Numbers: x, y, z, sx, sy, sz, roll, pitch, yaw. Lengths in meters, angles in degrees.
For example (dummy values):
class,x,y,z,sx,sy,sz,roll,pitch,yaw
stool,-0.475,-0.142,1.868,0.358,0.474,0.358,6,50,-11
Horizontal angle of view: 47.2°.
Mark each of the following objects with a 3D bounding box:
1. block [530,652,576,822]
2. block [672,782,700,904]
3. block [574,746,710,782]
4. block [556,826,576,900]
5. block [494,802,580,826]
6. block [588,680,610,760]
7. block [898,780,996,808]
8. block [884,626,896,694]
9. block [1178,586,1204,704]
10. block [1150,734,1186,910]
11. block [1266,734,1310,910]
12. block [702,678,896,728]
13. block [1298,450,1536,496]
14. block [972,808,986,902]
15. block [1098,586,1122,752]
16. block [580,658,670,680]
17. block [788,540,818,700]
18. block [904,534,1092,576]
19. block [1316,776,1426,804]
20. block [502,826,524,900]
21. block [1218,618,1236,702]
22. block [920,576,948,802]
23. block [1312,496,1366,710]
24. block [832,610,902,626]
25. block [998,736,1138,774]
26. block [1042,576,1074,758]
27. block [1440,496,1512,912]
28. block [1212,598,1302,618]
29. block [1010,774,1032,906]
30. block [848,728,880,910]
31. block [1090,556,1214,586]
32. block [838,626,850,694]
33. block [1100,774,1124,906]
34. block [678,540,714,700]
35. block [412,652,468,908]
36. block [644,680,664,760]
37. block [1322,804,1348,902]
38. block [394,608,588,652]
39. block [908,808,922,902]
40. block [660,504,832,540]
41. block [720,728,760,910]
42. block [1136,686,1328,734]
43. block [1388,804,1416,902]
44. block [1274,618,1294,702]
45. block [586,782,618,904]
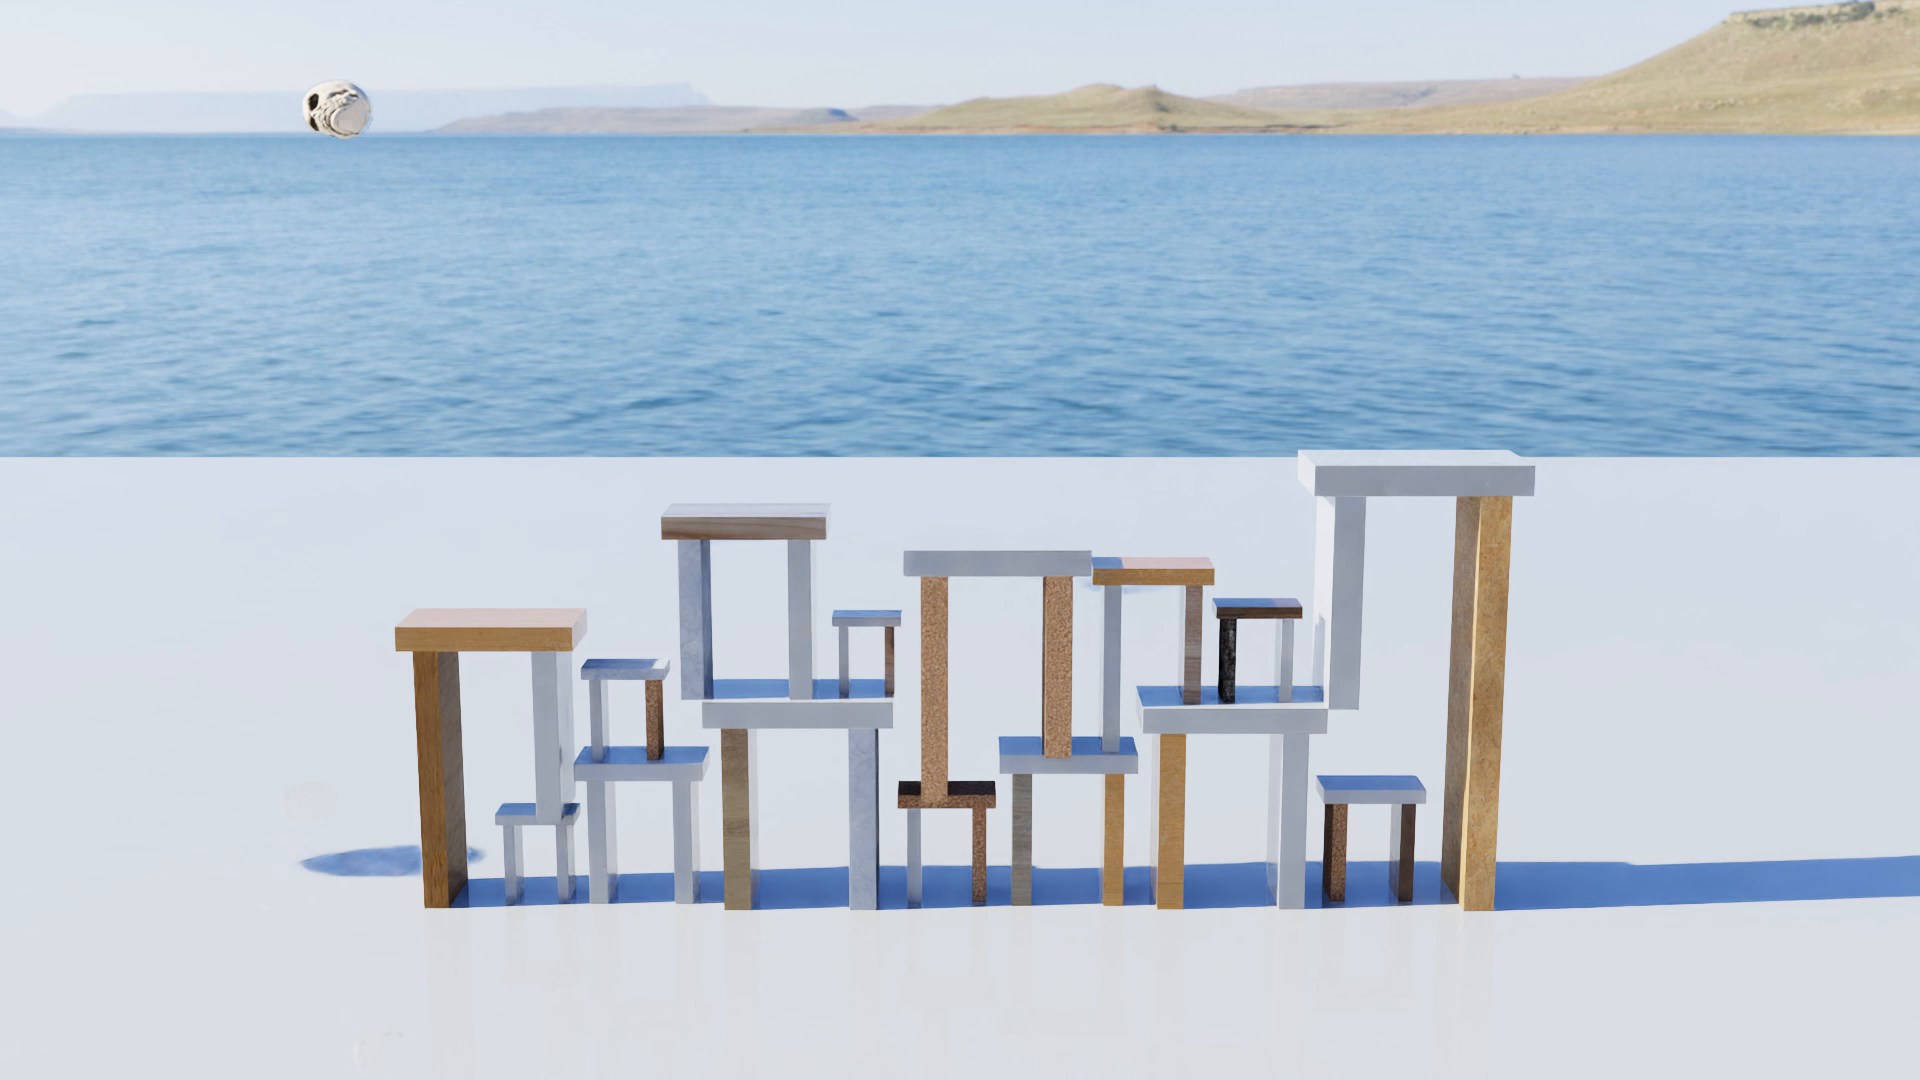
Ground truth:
class,x,y,z,sx,sy,sz,roll,pitch,yaw
block,-0.668,0.305,3.616,0.040,0.284,0.142,0,11,0
block,-0.454,0.487,3.652,0.030,0.210,0.105,0,11,0
block,-0.524,0.369,3.630,0.210,0.030,0.105,0,11,0
block,-0.655,0.527,3.655,0.018,0.130,0.065,0,11,0
block,-0.699,0.454,3.642,0.130,0.018,0.065,0,11,0
block,-0.592,0.288,3.614,0.019,0.136,0.068,0,11,0
block,-0.022,0.421,3.635,0.161,0.023,0.081,0,11,0
block,-0.114,0.190,3.598,0.016,0.112,0.056,0,11,0
block,0.376,0.160,3.592,0.028,0.195,0.098,0,11,0
block,0.343,0.444,3.640,0.042,0.297,0.149,0,11,0
block,0.541,0.444,3.640,0.042,0.297,0.148,0,11,0
block,-0.261,0.268,3.605,0.307,0.043,0.153,0,11,0
block,0.730,-0.109,3.542,0.347,0.049,0.173,0,11,0
block,0.032,0.511,3.655,0.023,0.161,0.081,0,11,0
block,0.246,0.200,3.600,0.028,0.278,0.098,0,11,0
block,-0.547,0.211,3.600,0.136,0.019,0.068,0,11,0
block,-0.256,0.117,3.582,0.037,0.262,0.131,0,11,0
block,0.059,0.024,3.560,0.299,0.042,0.149,0,11,0
block,0.680,0.413,3.641,0.167,0.024,0.084,0,11,0
block,-0.742,0.527,3.655,0.018,0.130,0.065,0,11,0
block,0.437,0.189,3.591,0.020,0.139,0.069,0,11,0
block,-0.041,0.227,3.596,0.042,0.372,0.149,0,11,0
block,0.615,0.086,3.578,0.049,0.346,0.173,0,11,0
block,-0.152,0.127,3.586,0.112,0.016,0.056,0,11,0
block,0.176,0.354,3.621,0.225,0.032,0.112,0,11,0
block,0.158,0.191,3.592,0.042,0.299,0.149,0,11,0
block,0.846,0.253,3.609,0.049,0.686,0.173,0,11,0
block,0.483,0.111,3.577,0.139,0.020,0.069,0,11,0
block,0.101,0.480,3.645,0.032,0.225,0.113,0,11,0
block,-0.158,0.440,3.637,0.043,0.307,0.153,0,11,0
block,0.311,0.050,3.572,0.195,0.028,0.098,0,11,0
block,-0.189,0.190,3.598,0.016,0.112,0.056,0,11,0
block,0.251,0.480,3.645,0.032,0.225,0.113,0,11,0
block,-0.431,0.117,3.582,0.037,0.262,0.131,0,11,0
block,-0.856,0.378,3.629,0.040,0.431,0.142,0,11,0
block,-0.502,0.288,3.614,0.019,0.136,0.068,0,11,0
block,0.624,0.507,3.658,0.024,0.167,0.084,0,11,0
block,-0.762,0.146,3.586,0.283,0.040,0.142,0,11,0
block,-0.075,0.511,3.654,0.023,0.161,0.081,0,11,0
block,-0.343,-0.030,3.555,0.262,0.037,0.131,0,11,0
block,-0.363,0.440,3.637,0.043,0.307,0.153,0,11,0
block,0.442,0.278,3.609,0.297,0.042,0.149,0,11,0
block,0.735,0.507,3.658,0.024,0.167,0.084,0,11,0
block,0.529,0.189,3.591,0.020,0.139,0.069,0,11,0
block,-0.594,0.487,3.652,0.030,0.210,0.105,0,11,0
